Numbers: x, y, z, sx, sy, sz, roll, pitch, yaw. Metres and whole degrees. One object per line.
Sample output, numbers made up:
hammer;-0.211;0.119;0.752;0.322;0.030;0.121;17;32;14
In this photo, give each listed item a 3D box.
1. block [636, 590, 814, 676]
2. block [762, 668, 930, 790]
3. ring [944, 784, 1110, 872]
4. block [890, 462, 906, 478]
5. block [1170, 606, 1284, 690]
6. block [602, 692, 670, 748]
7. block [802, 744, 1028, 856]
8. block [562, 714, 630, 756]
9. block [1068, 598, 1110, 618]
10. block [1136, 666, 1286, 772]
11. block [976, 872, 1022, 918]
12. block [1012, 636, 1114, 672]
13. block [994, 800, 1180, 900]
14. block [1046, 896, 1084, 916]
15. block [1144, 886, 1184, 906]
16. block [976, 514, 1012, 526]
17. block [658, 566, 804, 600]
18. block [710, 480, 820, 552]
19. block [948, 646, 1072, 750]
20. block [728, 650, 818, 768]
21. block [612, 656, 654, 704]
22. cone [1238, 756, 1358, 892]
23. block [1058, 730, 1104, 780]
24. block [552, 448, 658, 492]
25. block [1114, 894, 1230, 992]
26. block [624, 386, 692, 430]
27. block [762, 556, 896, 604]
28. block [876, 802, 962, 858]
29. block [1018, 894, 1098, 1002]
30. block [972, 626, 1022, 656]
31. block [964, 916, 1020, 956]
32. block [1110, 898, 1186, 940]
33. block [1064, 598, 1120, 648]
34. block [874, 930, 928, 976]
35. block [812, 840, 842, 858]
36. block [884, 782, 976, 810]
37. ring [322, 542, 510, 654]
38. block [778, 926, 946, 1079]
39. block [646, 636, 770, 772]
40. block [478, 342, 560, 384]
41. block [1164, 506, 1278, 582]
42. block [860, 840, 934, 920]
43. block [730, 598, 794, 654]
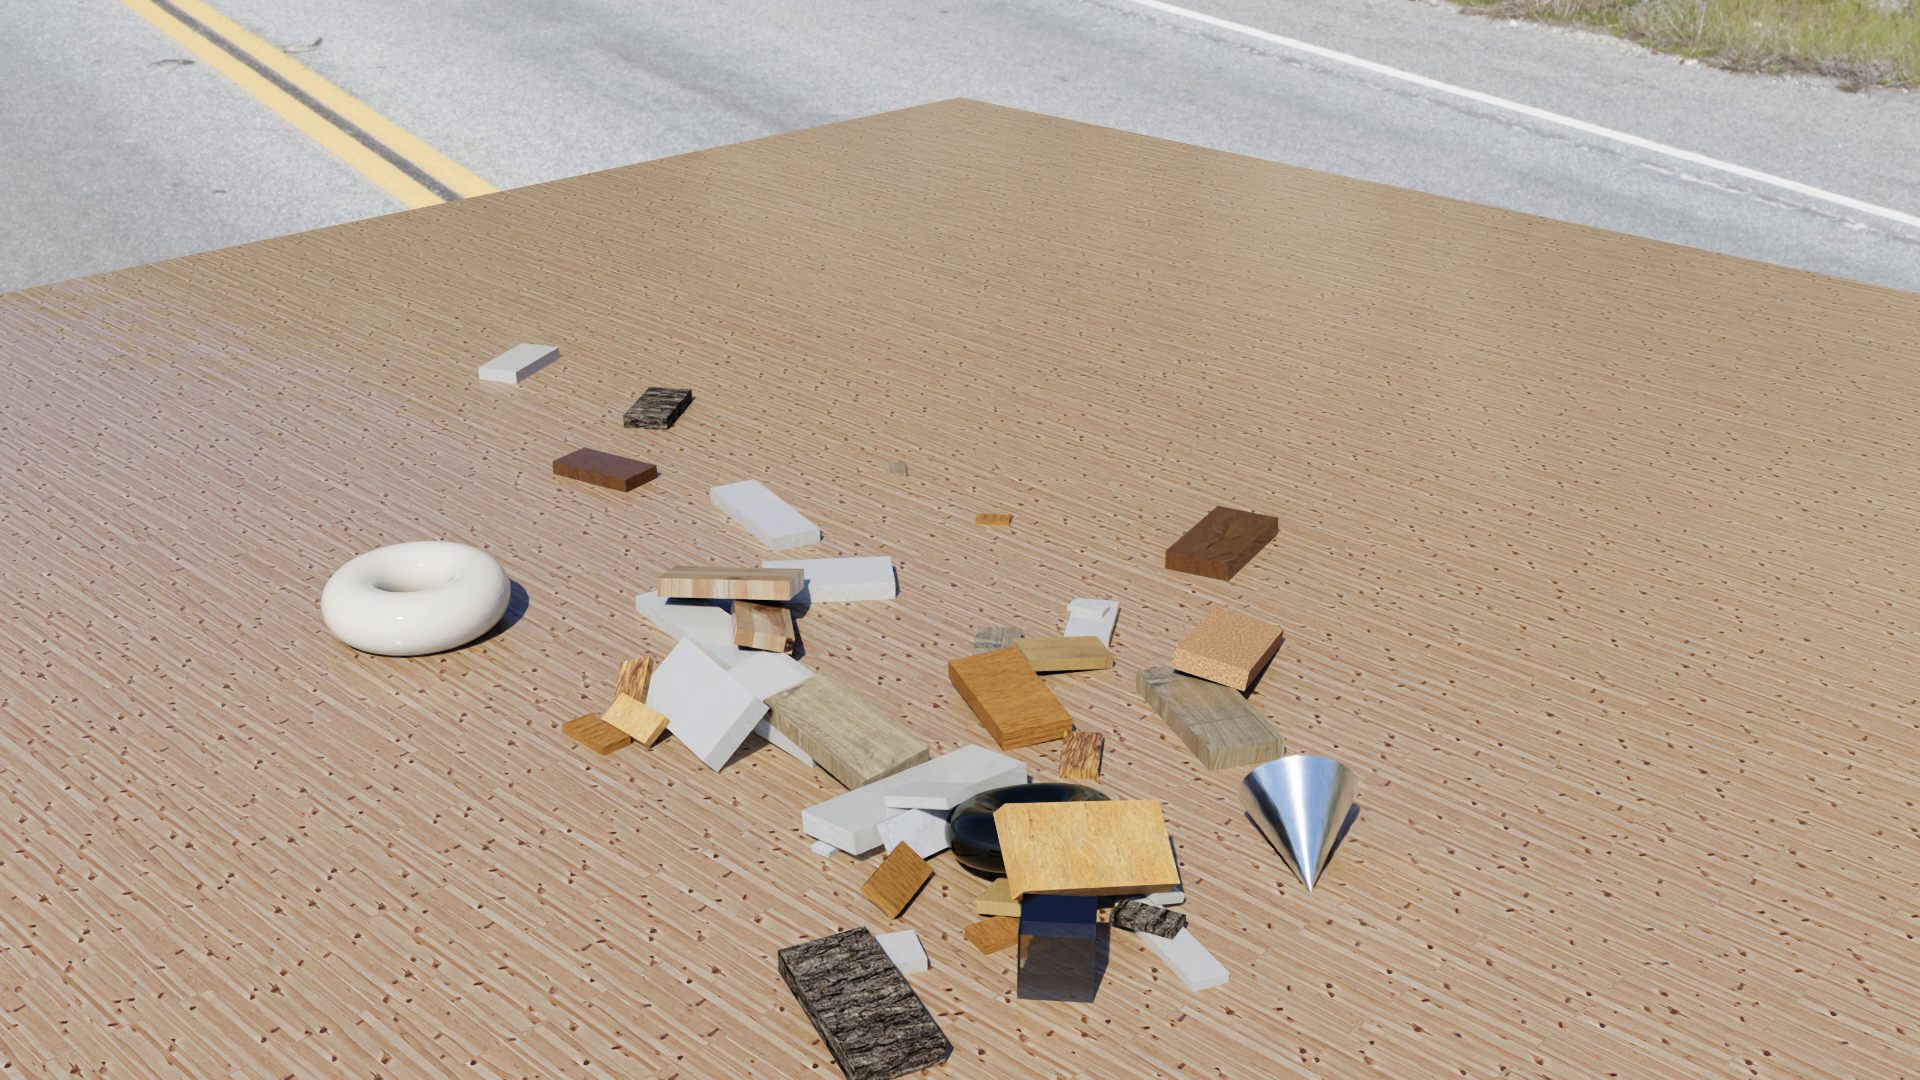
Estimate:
block;-0.543;0.244;5.136;0.135;0.038;0.664;-15;27;-32
block;-0.241;0.404;4.613;0.173;0.049;0.346;-25;42;-33
ring;0.140;0.553;4.237;0.343;0.114;0.343;-5;7;1
block;-0.175;-0.199;6.212;0.046;0.013;0.092;-1;23;-3
block;0.615;0.245;5.029;0.172;0.049;0.345;18;20;17
block;-0.701;0.389;4.750;0.148;0.021;0.074;23;67;38
block;-0.088;0.519;4.437;0.450;0.047;0.167;-17;21;-38
block;-0.785;0.419;4.746;0.074;0.021;0.148;-21;31;-40
block;0.308;0.164;5.281;0.092;0.013;0.046;11;25;25
block;0.542;0.379;4.805;0.172;0.049;0.397;-7;24;-17
block;0.116;0.652;4.146;0.096;0.027;0.192;0;18;29
block;0.236;0.261;5.066;0.211;0.030;0.106;-1;25;-20
block;0.235;0.569;4.055;0.335;0.047;0.167;2;61;-29
block;0.205;0.667;4.166;0.063;0.018;0.126;4;23;10
block;0.363;0.650;4.161;0.063;0.018;0.126;1;20;-32
block;0.089;-0.055;5.873;0.092;0.013;0.046;3;23;7
block;-0.551;0.103;5.304;0.322;0.046;0.161;1;10;8
block;-0.524;-0.069;5.874;0.134;0.038;0.406;-12;26;-27
block;0.108;0.347;4.845;0.161;0.046;0.322;-11;30;-19
block;-0.374;0.363;4.771;0.346;0.049;0.173;26;42;37
block;-0.723;0.329;4.843;0.074;0.021;0.148;-12;49;21
cone;0.666;0.582;4.255;0.235;0.235;0.235;0;50;0
block;0.257;0.455;4.658;0.083;0.023;0.166;3;23;6
block;-0.998;-0.198;6.178;0.267;0.038;0.134;14;27;30
block;0.384;0.731;4.011;0.073;0.021;0.290;-10;25;-23
block;-0.913;-0.399;6.653;0.134;0.038;0.267;4;23;9
block;-0.328;0.099;5.468;0.322;0.046;0.161;-2;23;-5
block;-0.066;0.567;4.305;0.192;0.096;0.027;-20;-7;-38
block;0.173;0.721;3.891;0.133;0.133;0.133;2;23;5
block;0.085;0.261;5.107;0.106;0.030;0.211;2;23;5
block;0.089;0.716;4.046;0.146;0.021;0.073;-14;27;-29
block;0.345;0.696;4.044;0.126;0.018;0.063;11;25;25
block;0.315;0.199;5.253;0.106;0.030;0.211;4;23;10
block;-0.164;0.752;3.954;0.192;0.027;0.096;-6;24;-15
block;-0.246;0.597;4.337;0.045;0.013;0.091;17;28;34
block;-0.060;0.501;4.312;0.166;0.023;0.083;-4;12;42
ring;-1.299;0.136;5.257;0.443;0.148;0.443;0;24;0
block;-0.172;0.798;3.777;0.167;0.047;0.335;-12;31;-23
block;-0.560;0.350;4.740;0.173;0.049;0.346;-51;38;-5
block;-1.412;-0.568;7.050;0.135;0.038;0.269;8;24;18
block;0.679;0.007;5.682;0.172;0.049;0.345;12;26;26
block;-0.118;0.642;4.159;0.083;0.023;0.166;43;32;2
block;-0.465;0.197;5.165;0.135;0.038;0.269;11;14;-10
